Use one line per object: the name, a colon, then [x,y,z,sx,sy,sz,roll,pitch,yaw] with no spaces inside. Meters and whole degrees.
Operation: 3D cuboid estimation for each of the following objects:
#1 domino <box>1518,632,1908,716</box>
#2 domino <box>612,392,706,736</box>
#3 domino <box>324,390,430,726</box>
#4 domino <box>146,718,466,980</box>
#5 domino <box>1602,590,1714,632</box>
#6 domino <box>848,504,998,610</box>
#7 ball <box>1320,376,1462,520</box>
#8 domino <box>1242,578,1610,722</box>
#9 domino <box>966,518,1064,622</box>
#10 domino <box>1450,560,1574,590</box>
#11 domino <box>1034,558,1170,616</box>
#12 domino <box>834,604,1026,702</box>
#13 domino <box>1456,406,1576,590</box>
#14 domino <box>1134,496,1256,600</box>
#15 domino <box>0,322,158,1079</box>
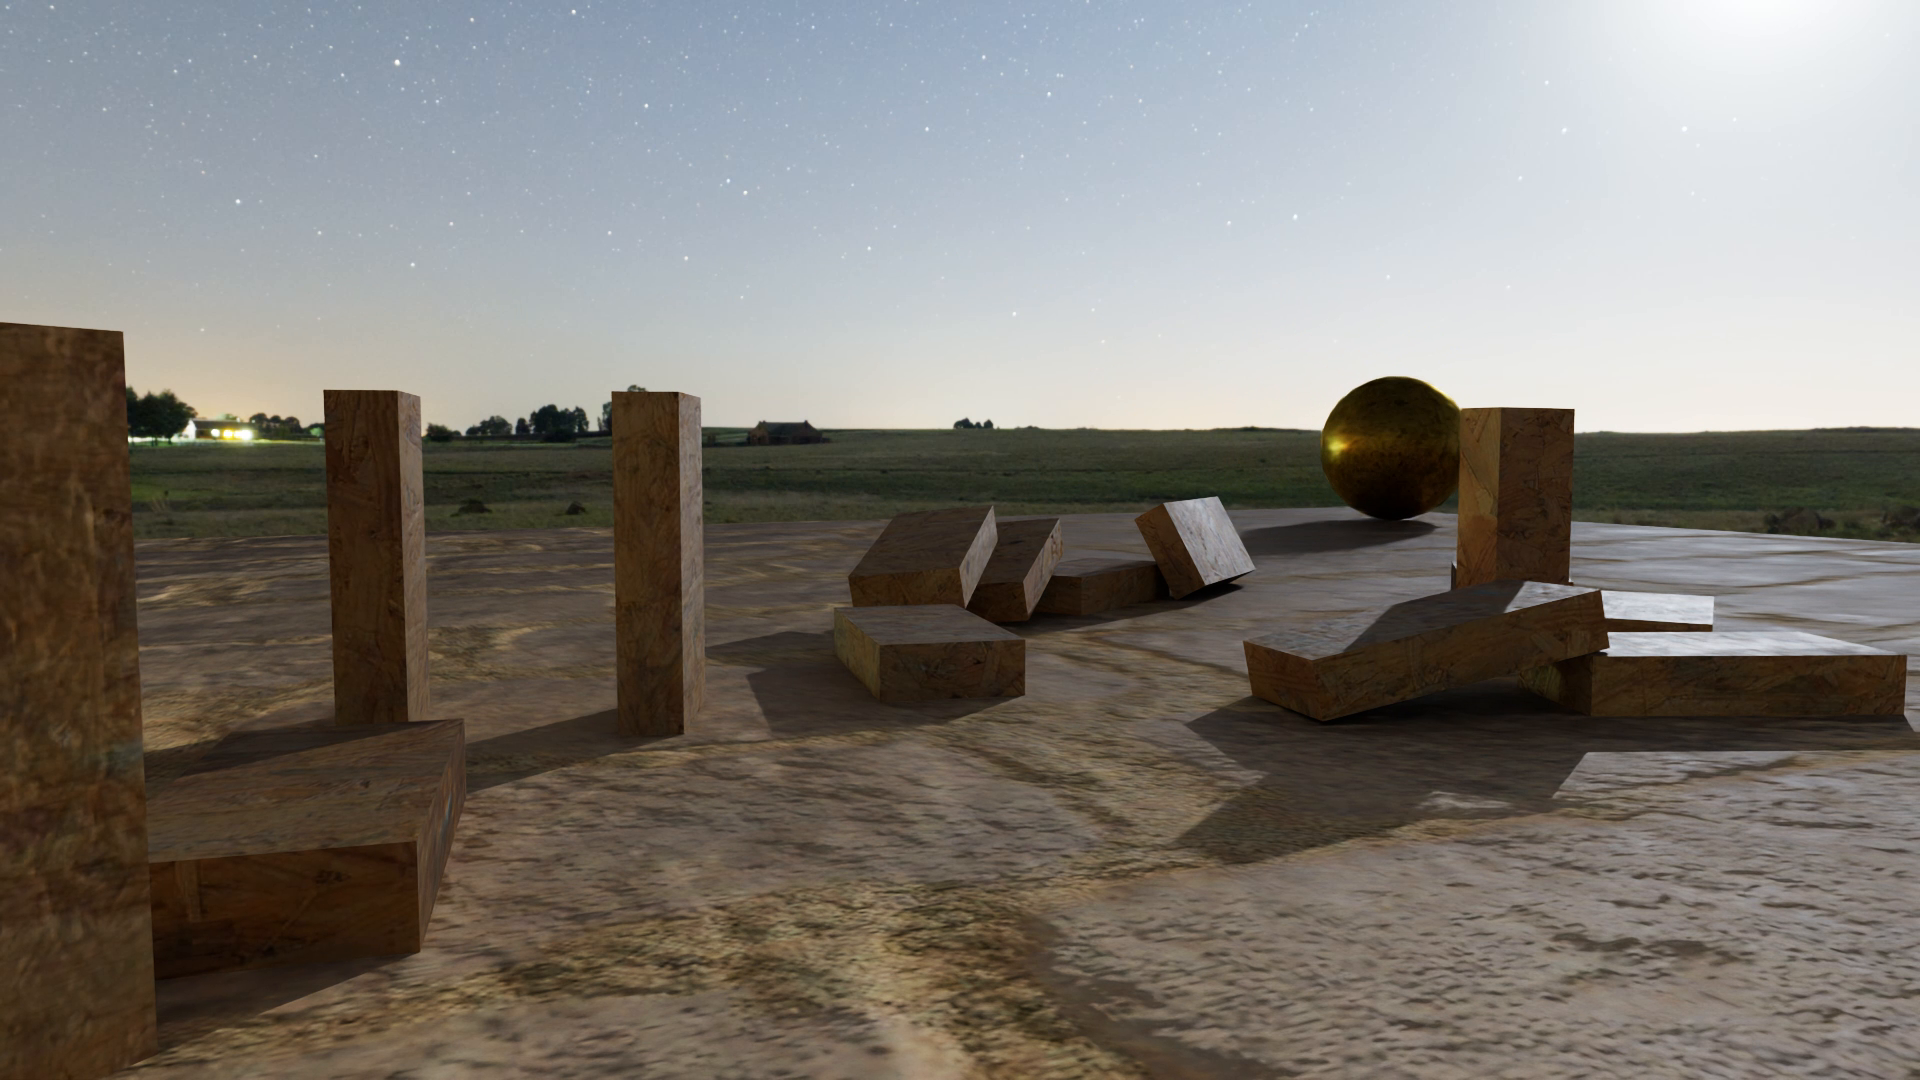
domino: [0.123,0.022,0.213,0.050,0.010,0.025,0,4,-2]
domino: [-0.046,0.003,0.198,0.009,0.050,0.025,0,4,-4]
domino: [-0.087,0.003,0.193,0.009,0.050,0.025,-1,4,-16]
domino: [-0.064,0.028,0.127,0.025,0.010,0.050,-1,4,-17]
domino: [0.140,0.018,0.263,0.025,0.009,0.050,3,5,31]
domino: [-0.007,0.004,0.303,0.025,0.009,0.050,-5,16,12]
ball: [0.242,-0.051,0.715,0.080,0.080,0.080,0,4,0]
domino: [0.075,0.017,0.210,0.050,0.010,0.025,-12,5,-11]
domino: [0.009,0.007,0.319,0.025,0.010,0.050,-4,17,16]
domino: [0.143,0.013,0.335,0.025,0.010,0.050,1,5,18]
domino: [0.034,0.012,0.346,0.025,0.010,0.050,3,5,35]
domino: [-0.007,0.020,0.238,0.025,0.010,0.050,-1,4,-14]
domino: [0.118,-0.003,0.274,0.025,0.050,0.009,-3,5,-31]
domino: [0.069,0.002,0.370,0.009,0.025,0.050,-31,-11,27]
domino: [-0.066,0.012,0.079,0.009,0.050,0.025,2,5,26]
